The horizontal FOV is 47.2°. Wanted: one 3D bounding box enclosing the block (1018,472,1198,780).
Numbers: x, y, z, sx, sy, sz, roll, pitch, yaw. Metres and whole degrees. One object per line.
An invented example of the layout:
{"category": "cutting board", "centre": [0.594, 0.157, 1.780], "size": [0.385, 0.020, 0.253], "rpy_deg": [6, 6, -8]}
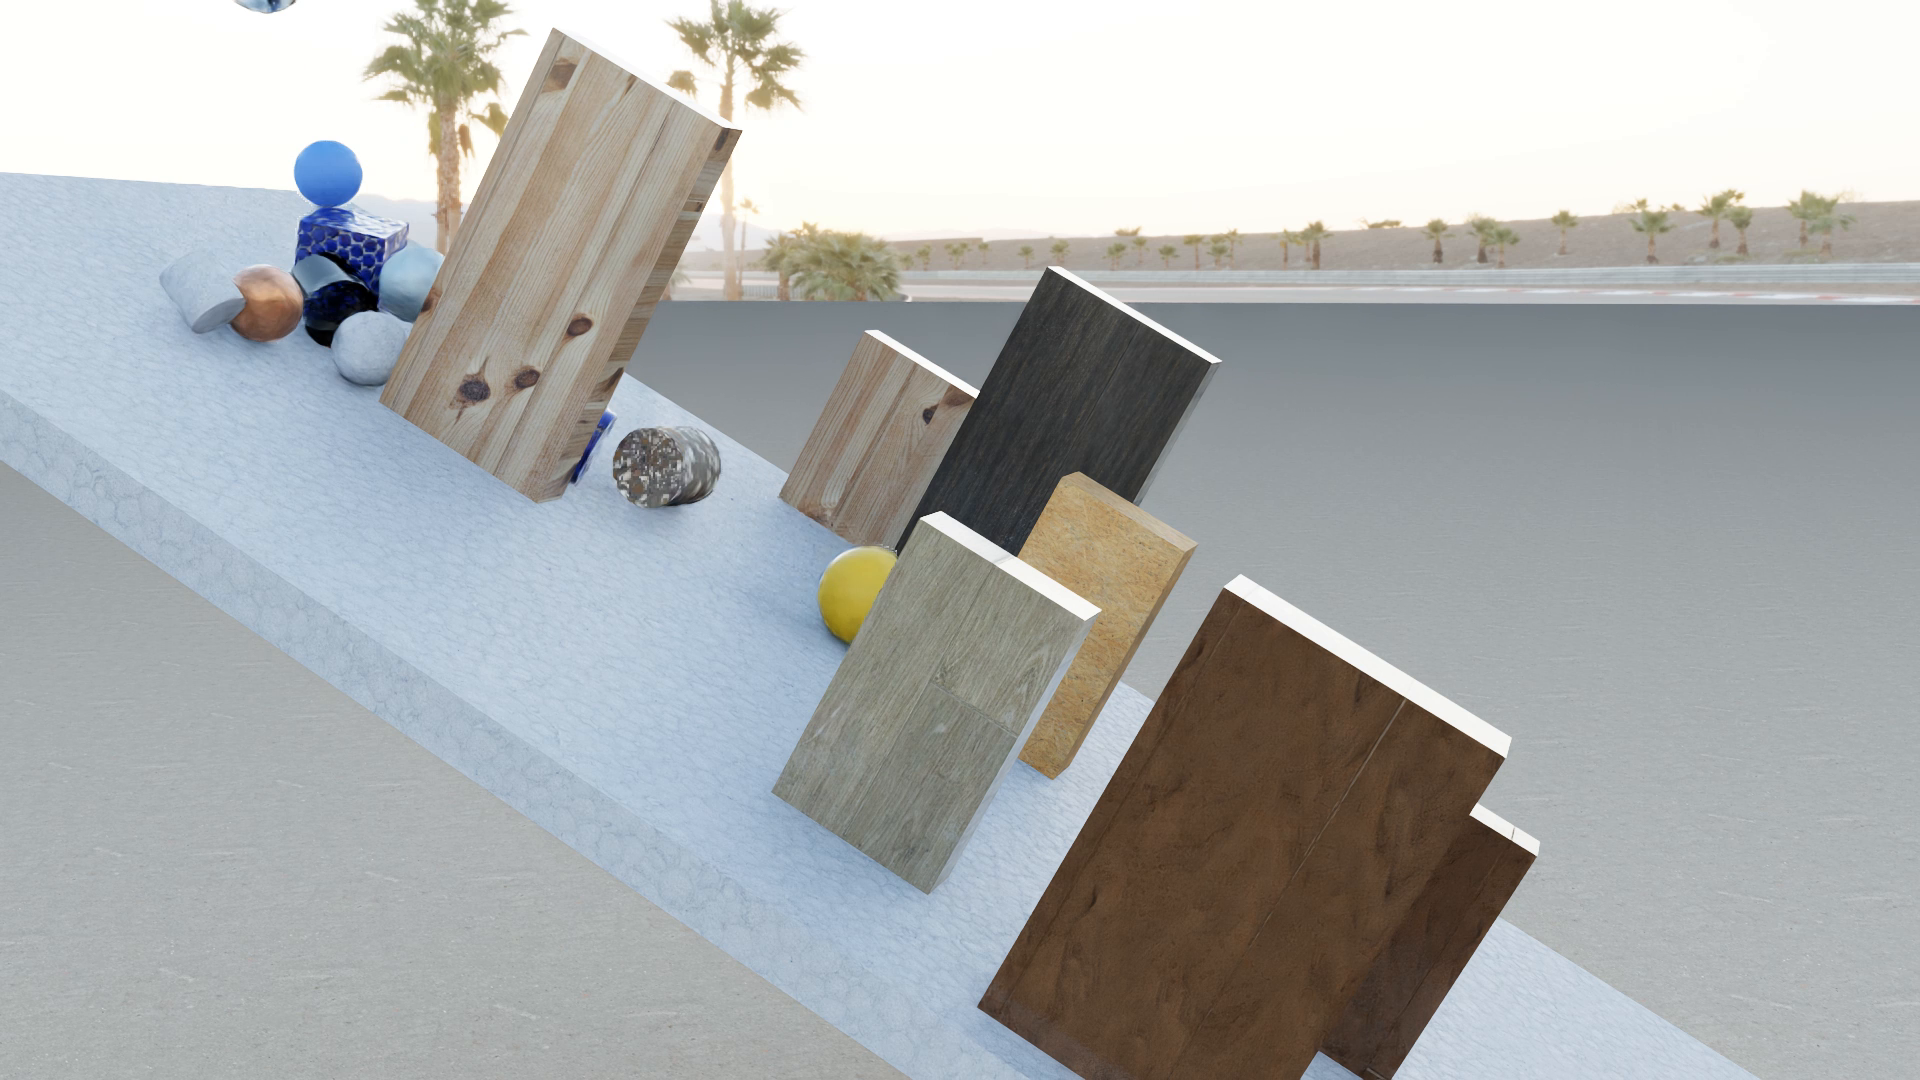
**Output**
{"category": "block", "centre": [0.203, 0.162, 4.211], "size": [0.270, 0.513, 0.131], "rpy_deg": [32, 15, 11]}

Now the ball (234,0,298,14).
{"category": "ball", "centre": [-1.365, -1.122, 4.308], "size": [0.176, 0.176, 0.176], "rpy_deg": [0, 7, 0]}

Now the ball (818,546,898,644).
{"category": "ball", "centre": [-0.179, 0.110, 4.304], "size": [0.199, 0.199, 0.199], "rpy_deg": [0, 7, 0]}

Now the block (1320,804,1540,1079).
{"category": "block", "centre": [0.699, 0.625, 3.630], "size": [0.293, 0.477, 0.094], "rpy_deg": [32, 15, 11]}

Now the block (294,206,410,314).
{"category": "block", "centre": [-1.264, -0.574, 4.562], "size": [0.178, 0.178, 0.178], "rpy_deg": [12, 18, -2]}

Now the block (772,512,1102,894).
{"category": "block", "centre": [-0.040, 0.254, 3.442], "size": [0.299, 0.510, 0.107], "rpy_deg": [32, 15, 11]}

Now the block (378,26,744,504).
{"category": "block", "centre": [-0.758, -0.510, 4.136], "size": [0.383, 0.795, 0.097], "rpy_deg": [32, 15, 11]}

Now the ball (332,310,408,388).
{"category": "ball", "centre": [-1.137, -0.369, 4.245], "size": [0.146, 0.146, 0.146], "rpy_deg": [0, 7, 0]}

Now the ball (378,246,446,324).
{"category": "ball", "centre": [-1.080, -0.508, 4.389], "size": [0.155, 0.155, 0.155], "rpy_deg": [0, 7, 0]}

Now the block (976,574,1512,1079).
{"category": "block", "centre": [0.391, 0.472, 3.091], "size": [0.434, 0.716, 0.132], "rpy_deg": [32, 15, 11]}

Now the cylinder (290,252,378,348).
{"category": "cylinder", "centre": [-1.256, -0.479, 4.394], "size": [0.147, 0.147, 0.147], "rpy_deg": [-4, 31, -31]}

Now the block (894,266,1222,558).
{"category": "block", "centre": [0.177, -0.132, 4.624], "size": [0.396, 0.785, 0.107], "rpy_deg": [32, 15, 11]}

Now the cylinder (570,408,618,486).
{"category": "cylinder", "centre": [-0.789, -0.219, 4.342], "size": [0.163, 0.163, 0.163], "rpy_deg": [30, 5, -5]}

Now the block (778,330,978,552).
{"category": "block", "centre": [-0.141, -0.186, 4.927], "size": [0.380, 0.432, 0.087], "rpy_deg": [32, 15, 11]}

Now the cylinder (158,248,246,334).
{"category": "cylinder", "centre": [-1.395, -0.458, 4.051], "size": [0.111, 0.111, 0.111], "rpy_deg": [-35, -5, -3]}

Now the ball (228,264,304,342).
{"category": "ball", "centre": [-1.321, -0.448, 4.170], "size": [0.148, 0.148, 0.148], "rpy_deg": [0, 7, 0]}

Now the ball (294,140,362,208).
{"category": "ball", "centre": [-1.346, -0.781, 4.684], "size": [0.143, 0.143, 0.143], "rpy_deg": [0, 7, 0]}

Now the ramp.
{"category": "ramp", "centre": [-0.197, 0.325, 4.135], "size": [4.000, 0.100, 2.000], "rpy_deg": [32, 15, 11]}

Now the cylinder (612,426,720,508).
{"category": "cylinder", "centre": [-0.596, -0.150, 4.477], "size": [0.162, 0.162, 0.162], "rpy_deg": [3, 5, 20]}
